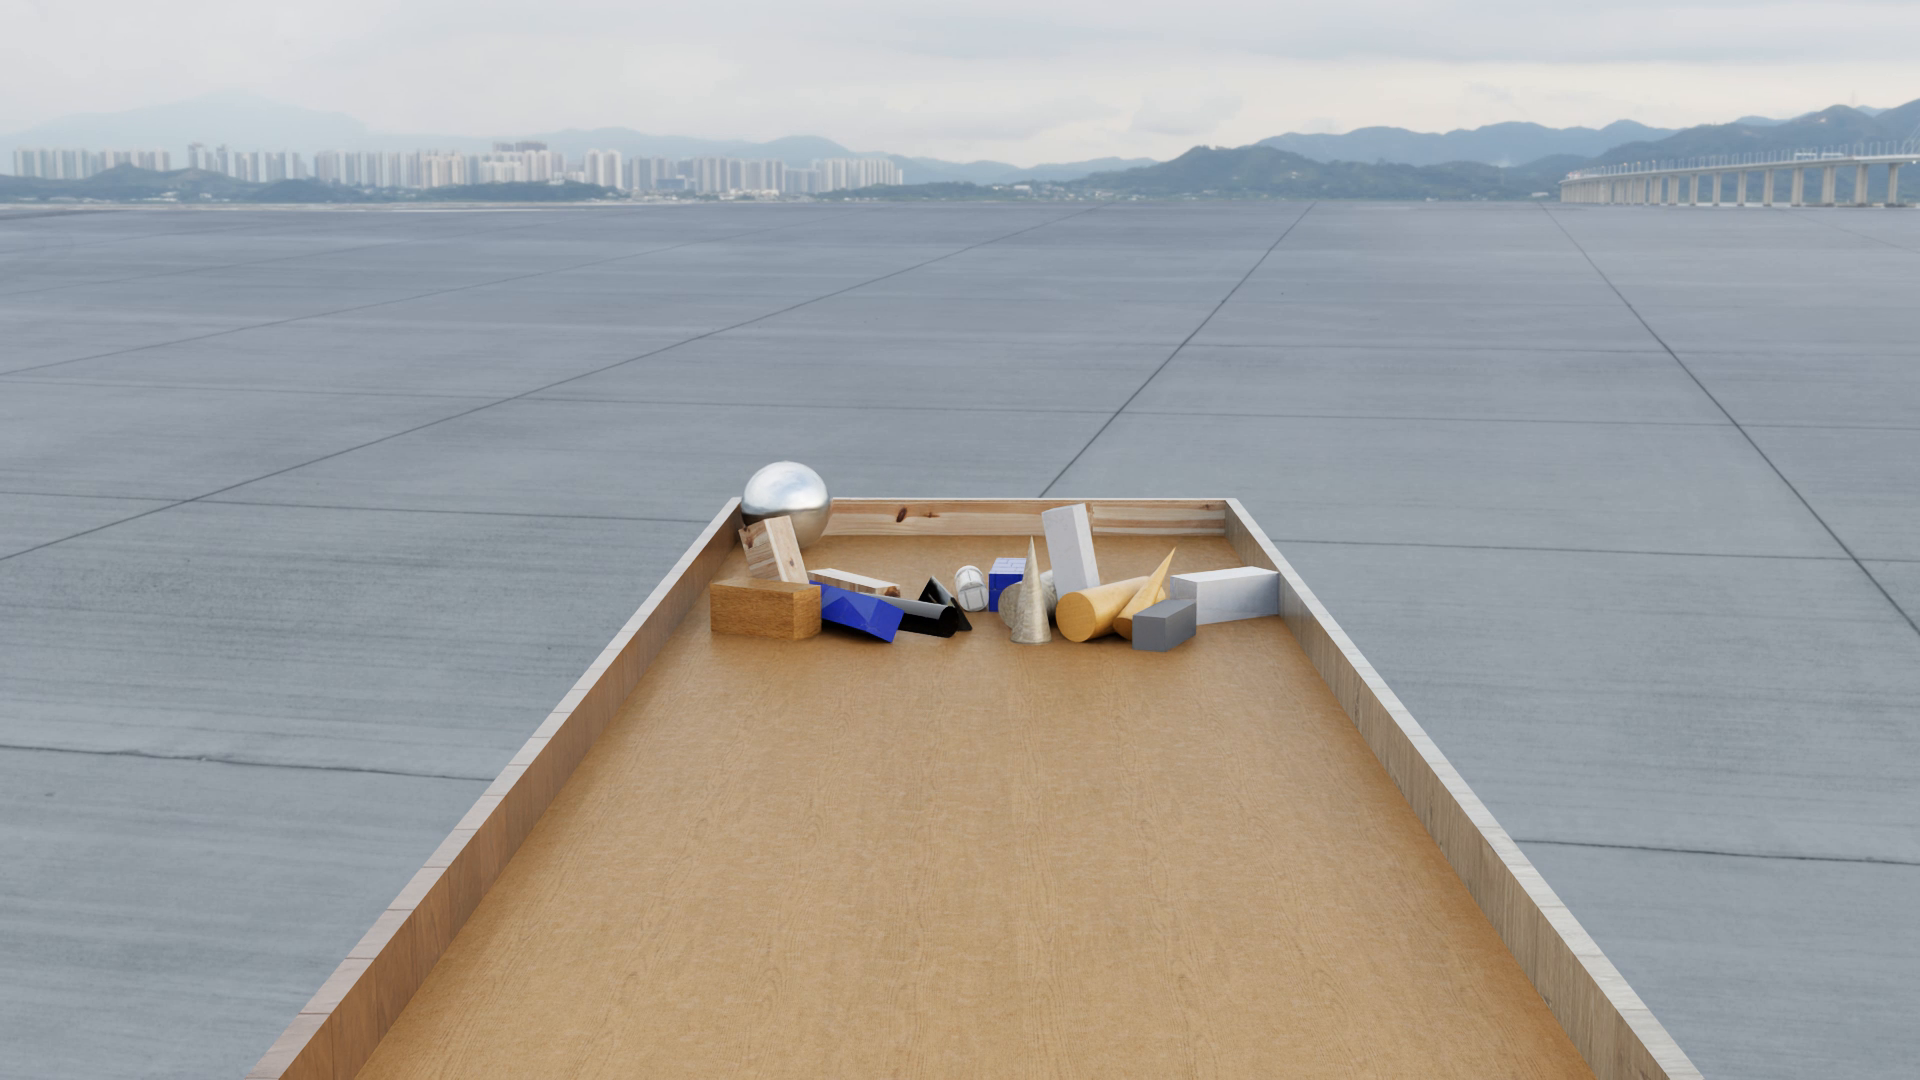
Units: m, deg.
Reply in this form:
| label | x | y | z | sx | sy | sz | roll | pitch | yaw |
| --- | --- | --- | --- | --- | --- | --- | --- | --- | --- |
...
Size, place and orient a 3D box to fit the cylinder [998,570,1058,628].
| label | x | y | z | sx | sy | sz | roll | pitch | yaw |
| --- | --- | --- | --- | --- | --- | --- | --- | --- | --- |
| cylinder | 0.272 | 0.193 | 7.293 | 0.156 | 0.156 | 0.356 | 4 | 10 | 26 |

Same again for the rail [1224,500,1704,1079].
| label | x | y | z | sx | sy | sz | roll | pitch | yaw |
| --- | --- | --- | --- | --- | --- | --- | --- | --- | --- |
| rail | 1.046 | 0.843 | 3.208 | 0.050 | 0.150 | 12.000 | 0 | 9 | 1 |

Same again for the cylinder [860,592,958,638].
| label | x | y | z | sx | sy | sz | roll | pitch | yaw |
| --- | --- | --- | --- | --- | --- | --- | --- | --- | --- |
| cylinder | -0.182 | 0.243 | 7.146 | 0.380 | 0.103 | 0.103 | 7 | 12 | 39 |

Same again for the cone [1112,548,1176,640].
| label | x | y | z | sx | sy | sz | roll | pitch | yaw |
| --- | --- | --- | --- | --- | --- | --- | --- | --- | --- |
| cone | 0.618 | 0.152 | 7.070 | 0.104 | 0.104 | 0.381 | 6 | 47 | 34 |

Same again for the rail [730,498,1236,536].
| label | x | y | z | sx | sy | sz | roll | pitch | yaw |
| --- | --- | --- | --- | --- | --- | --- | --- | --- | --- |
| rail | 0.099 | -0.098 | 9.147 | 2.100 | 0.150 | 0.050 | 0 | 9 | 1 |

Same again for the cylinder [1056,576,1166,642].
| label | x | y | z | sx | sy | sz | roll | pitch | yaw |
| --- | --- | --- | --- | --- | --- | --- | --- | --- | --- |
| cylinder | 0.490 | 0.221 | 7.104 | 0.160 | 0.160 | 0.384 | 8 | 12 | 40 |

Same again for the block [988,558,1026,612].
| label | x | y | z | sx | sy | sz | roll | pitch | yaw |
| --- | --- | --- | --- | --- | --- | --- | --- | --- | --- |
| block | 0.180 | 0.154 | 7.620 | 0.131 | 0.131 | 0.327 | 1 | 9 | 6 |

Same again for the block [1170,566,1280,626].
| label | x | y | z | sx | sy | sz | roll | pitch | yaw |
| --- | --- | --- | --- | --- | --- | --- | --- | --- | --- |
| block | 0.888 | 0.186 | 7.379 | 0.351 | 0.144 | 0.144 | -6 | 11 | -32 |

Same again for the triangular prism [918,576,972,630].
| label | x | y | z | sx | sy | sz | roll | pitch | yaw |
| --- | --- | --- | --- | --- | --- | --- | --- | --- | --- |
| triangular prism | -0.059 | 0.208 | 7.323 | 0.128 | 0.111 | 0.395 | -2 | 9 | -10 |

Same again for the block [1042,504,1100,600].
| label | x | y | z | sx | sy | sz | roll | pitch | yaw |
| --- | --- | --- | --- | --- | --- | --- | --- | --- | --- |
| block | 0.374 | 0.082 | 7.225 | 0.112 | 0.382 | 0.112 | -9 | 4 | 25 |

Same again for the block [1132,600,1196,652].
| label | x | y | z | sx | sy | sz | roll | pitch | yaw |
| --- | --- | --- | --- | --- | --- | --- | --- | --- | --- |
| block | 0.649 | 0.270 | 6.962 | 0.108 | 0.108 | 0.301 | 4 | 10 | 24 |

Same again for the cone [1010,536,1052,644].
| label | x | y | z | sx | sy | sz | roll | pitch | yaw |
| --- | --- | --- | --- | --- | --- | --- | --- | --- | --- |
| cone | 0.226 | 0.150 | 6.963 | 0.135 | 0.344 | 0.135 | 0 | 9 | 0 |

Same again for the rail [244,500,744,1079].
| label | x | y | z | sx | sy | sz | roll | pitch | yaw |
| --- | --- | --- | --- | --- | --- | --- | --- | --- | --- |
| rail | -1.004 | 0.839 | 3.234 | 0.050 | 0.150 | 12.000 | 0 | 9 | 1 |

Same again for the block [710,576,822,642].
| label | x | y | z | sx | sy | sz | roll | pitch | yaw |
| --- | --- | --- | --- | --- | --- | --- | --- | --- | --- |
| block | -0.629 | 0.221 | 7.116 | 0.327 | 0.156 | 0.156 | 5 | 10 | 30 |

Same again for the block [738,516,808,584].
| label | x | y | z | sx | sy | sz | roll | pitch | yaw |
| --- | --- | --- | --- | --- | --- | --- | --- | --- | --- |
| block | -0.606 | 0.097 | 7.299 | 0.124 | 0.322 | 0.124 | -20 | -6 | 39 |

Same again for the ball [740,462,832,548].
| label | x | y | z | sx | sy | sz | roll | pitch | yaw |
| --- | --- | --- | --- | --- | --- | --- | --- | --- | --- |
| ball | -0.689 | -0.134 | 8.712 | 0.358 | 0.358 | 0.358 | 0 | 9 | 0 |

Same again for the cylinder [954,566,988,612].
| label | x | y | z | sx | sy | sz | roll | pitch | yaw |
| --- | --- | --- | --- | --- | --- | --- | --- | --- | --- |
| cylinder | 0.039 | 0.168 | 7.621 | 0.104 | 0.104 | 0.329 | 0 | 9 | -2 |

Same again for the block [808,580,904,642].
| label | x | y | z | sx | sy | sz | roll | pitch | yaw |
| --- | --- | --- | --- | --- | --- | --- | --- | --- | --- |
| block | -0.354 | 0.229 | 7.097 | 0.109 | 0.109 | 0.413 | 27 | -8 | -35 |

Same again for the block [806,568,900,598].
| label | x | y | z | sx | sy | sz | roll | pitch | yaw |
| --- | --- | --- | --- | --- | --- | --- | --- | --- | --- |
| block | -0.368 | 0.180 | 7.548 | 0.101 | 0.101 | 0.417 | -7 | 11 | -37 |
